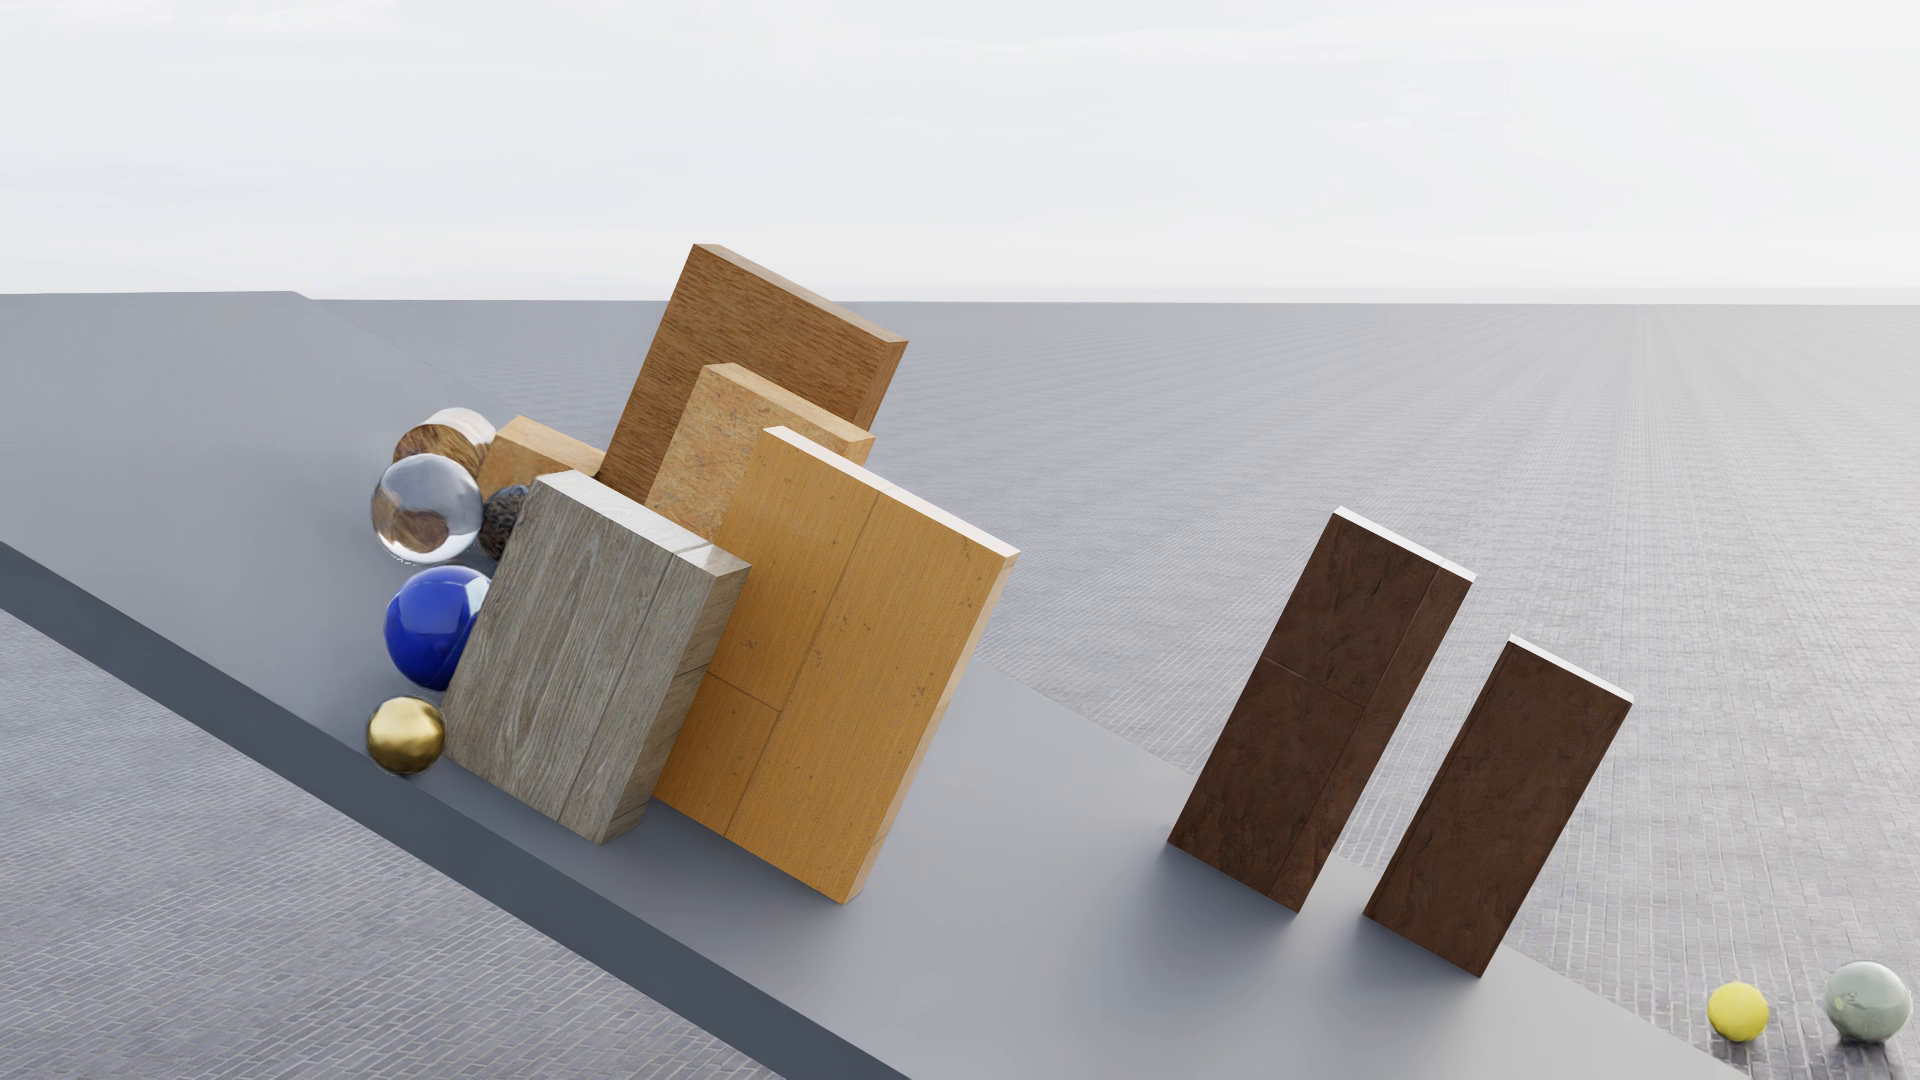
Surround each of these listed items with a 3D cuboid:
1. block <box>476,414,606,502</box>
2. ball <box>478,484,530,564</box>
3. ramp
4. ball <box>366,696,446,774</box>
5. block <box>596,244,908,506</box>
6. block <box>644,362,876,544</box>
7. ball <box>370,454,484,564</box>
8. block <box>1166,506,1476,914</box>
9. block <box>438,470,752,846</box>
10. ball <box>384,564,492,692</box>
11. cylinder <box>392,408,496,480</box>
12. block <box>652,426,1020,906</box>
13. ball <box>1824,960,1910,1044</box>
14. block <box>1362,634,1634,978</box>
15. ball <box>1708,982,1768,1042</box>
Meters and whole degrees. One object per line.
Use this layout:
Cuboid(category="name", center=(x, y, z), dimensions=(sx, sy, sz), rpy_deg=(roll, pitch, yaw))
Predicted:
Cuboid(category="block", center=(-0.867, -0.101, 4.502), dimensions=(0.210, 0.210, 0.210), rpy_deg=(24, 13, -4))
Cuboid(category="ball", center=(-0.846, -0.024, 4.239), dimensions=(0.168, 0.168, 0.168), rpy_deg=(0, 7, 0))
Cuboid(category="ramp", center=(-0.260, 0.443, 4.168), dimensions=(4.000, 0.100, 2.000), rpy_deg=(28, 14, 12))
Cuboid(category="ball", center=(-0.827, 0.291, 3.282), dimensions=(0.117, 0.117, 0.117), rpy_deg=(0, 7, 0))
Cuboid(category="block", center=(-0.458, -0.176, 4.425), dimensions=(0.447, 0.711, 0.127), rpy_deg=(28, 14, 12))
Cuboid(category="block", center=(-0.428, 0.003, 4.085), dimensions=(0.311, 0.579, 0.143), rpy_deg=(28, 14, 12))
Cuboid(category="ball", center=(-0.997, -0.058, 4.115), dimensions=(0.207, 0.207, 0.207), rpy_deg=(0, 7, 0))
Cuboid(category="block", center=(0.725, 0.342, 4.431), dimensions=(0.300, 0.761, 0.119), rpy_deg=(28, 14, 12))
Cuboid(category="block", center=(-0.576, 0.178, 3.397), dimensions=(0.328, 0.468, 0.137), rpy_deg=(28, 14, 12))
Cuboid(category="ball", center=(-0.826, 0.143, 3.556), dimensions=(0.206, 0.206, 0.206), rpy_deg=(0, 7, 0))
Cuboid(category="cylinder", center=(-1.050, -0.168, 4.505), dimensions=(0.177, 0.177, 0.177), rpy_deg=(0, 14, 2))
Cuboid(category="block", center=(-0.238, 0.201, 3.547), dimensions=(0.444, 0.635, 0.084), rpy_deg=(28, 14, 12))
Cuboid(category="ball", center=(2.189, 1.115, 5.308), dimensions=(0.194, 0.194, 0.194), rpy_deg=(0, 7, 0))
Cuboid(category="block", center=(1.106, 0.549, 4.538), dimensions=(0.271, 0.657, 0.092), rpy_deg=(28, 14, 12))
Cuboid(category="ball", center=(1.881, 1.141, 5.317), dimensions=(0.141, 0.141, 0.141), rpy_deg=(0, 7, 0))
